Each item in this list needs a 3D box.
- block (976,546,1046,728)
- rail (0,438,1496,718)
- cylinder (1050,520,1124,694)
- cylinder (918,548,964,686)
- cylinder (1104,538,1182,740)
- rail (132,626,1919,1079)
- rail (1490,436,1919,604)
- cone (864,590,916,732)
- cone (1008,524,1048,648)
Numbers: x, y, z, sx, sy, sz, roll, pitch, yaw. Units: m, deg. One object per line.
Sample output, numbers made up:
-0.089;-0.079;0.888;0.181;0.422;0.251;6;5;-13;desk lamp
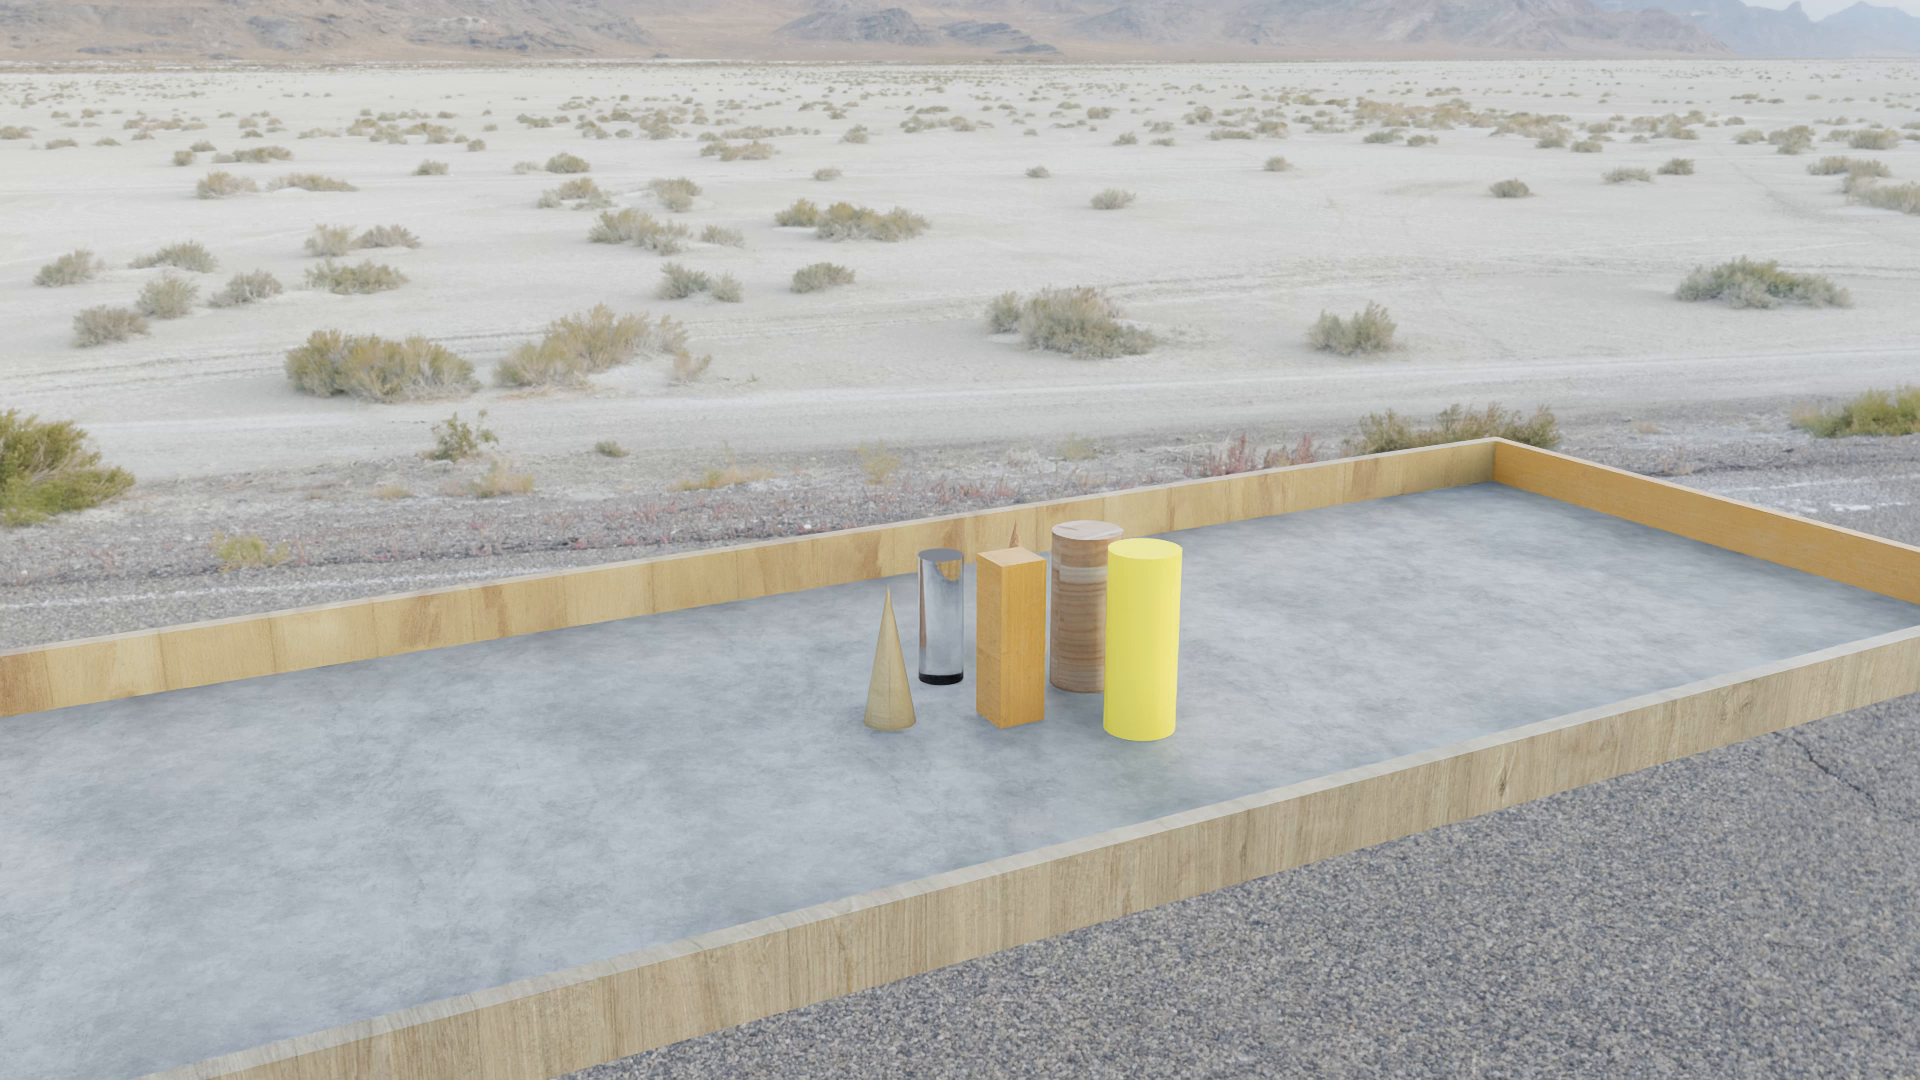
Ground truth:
0.119;0.228;3.876;0.118;0.396;0.118;-9;18;-27;block
-3.305;0.497;3.399;12.000;0.150;0.050;-9;18;-27;rail
0.312;0.164;4.096;0.175;0.394;0.175;0;16;0;cylinder
-0.048;0.192;4.127;0.114;0.323;0.114;0;16;0;cylinder
0.420;0.228;3.805;0.168;0.436;0.168;0;16;0;cylinder
-2.336;1.006;1.665;12.000;0.150;0.050;-9;18;-27;rail
2.466;-0.048;5.253;0.050;0.150;2.100;-9;18;-27;rail
-0.166;0.264;3.853;0.126;0.340;0.126;0;16;0;cone
0.145;0.116;4.339;0.173;0.350;0.173;0;16;0;cone
